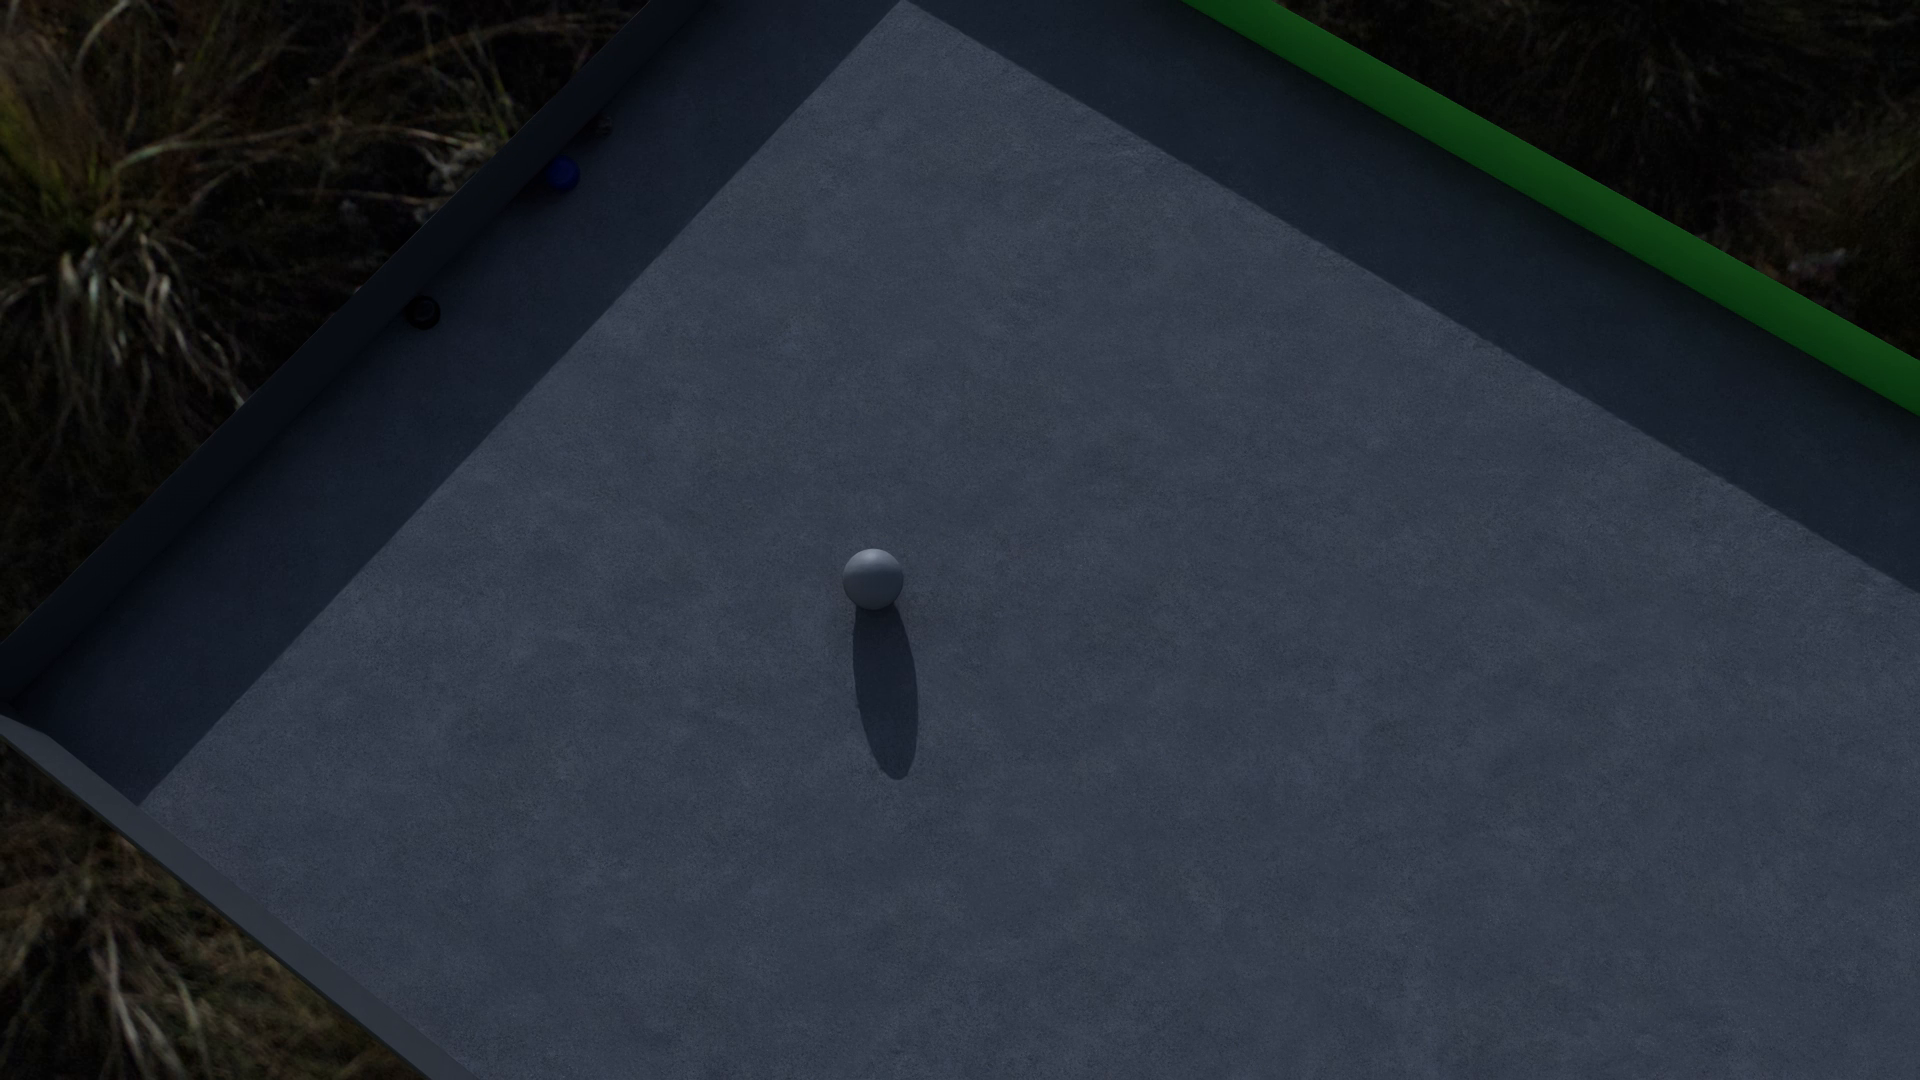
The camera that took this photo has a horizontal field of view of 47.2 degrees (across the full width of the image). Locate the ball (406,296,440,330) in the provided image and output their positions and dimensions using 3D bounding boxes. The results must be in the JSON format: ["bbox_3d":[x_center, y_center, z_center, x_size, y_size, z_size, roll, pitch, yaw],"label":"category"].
[{"bbox_3d":[-0.928,-0.392,3.798,0.059,0.059,0.059,0,64,0],"label":"ball"}]

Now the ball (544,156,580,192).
[{"bbox_3d":[-0.711,-0.652,3.923,0.063,0.063,0.063,0,64,0],"label":"ball"}]

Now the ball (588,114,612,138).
[{"bbox_3d":[-0.651,-0.751,3.982,0.043,0.043,0.043,0,64,0],"label":"ball"}]

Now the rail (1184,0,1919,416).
[{"bbox_3d":[1.539,-0.276,3.701,4.268,0.129,0.045,33,68,15],"label":"rail"}]

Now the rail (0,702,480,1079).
[{"bbox_3d":[0.179,1.384,2.889,4.268,0.129,0.045,33,68,15],"label":"rail"}]

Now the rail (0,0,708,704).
[{"bbox_3d":[-0.840,-0.570,3.845,0.045,0.129,2.342,33,68,15],"label":"rail"}]

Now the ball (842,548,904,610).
[{"bbox_3d":[-0.141,0.063,3.553,0.099,0.099,0.099,0,64,0],"label":"ball"}]
